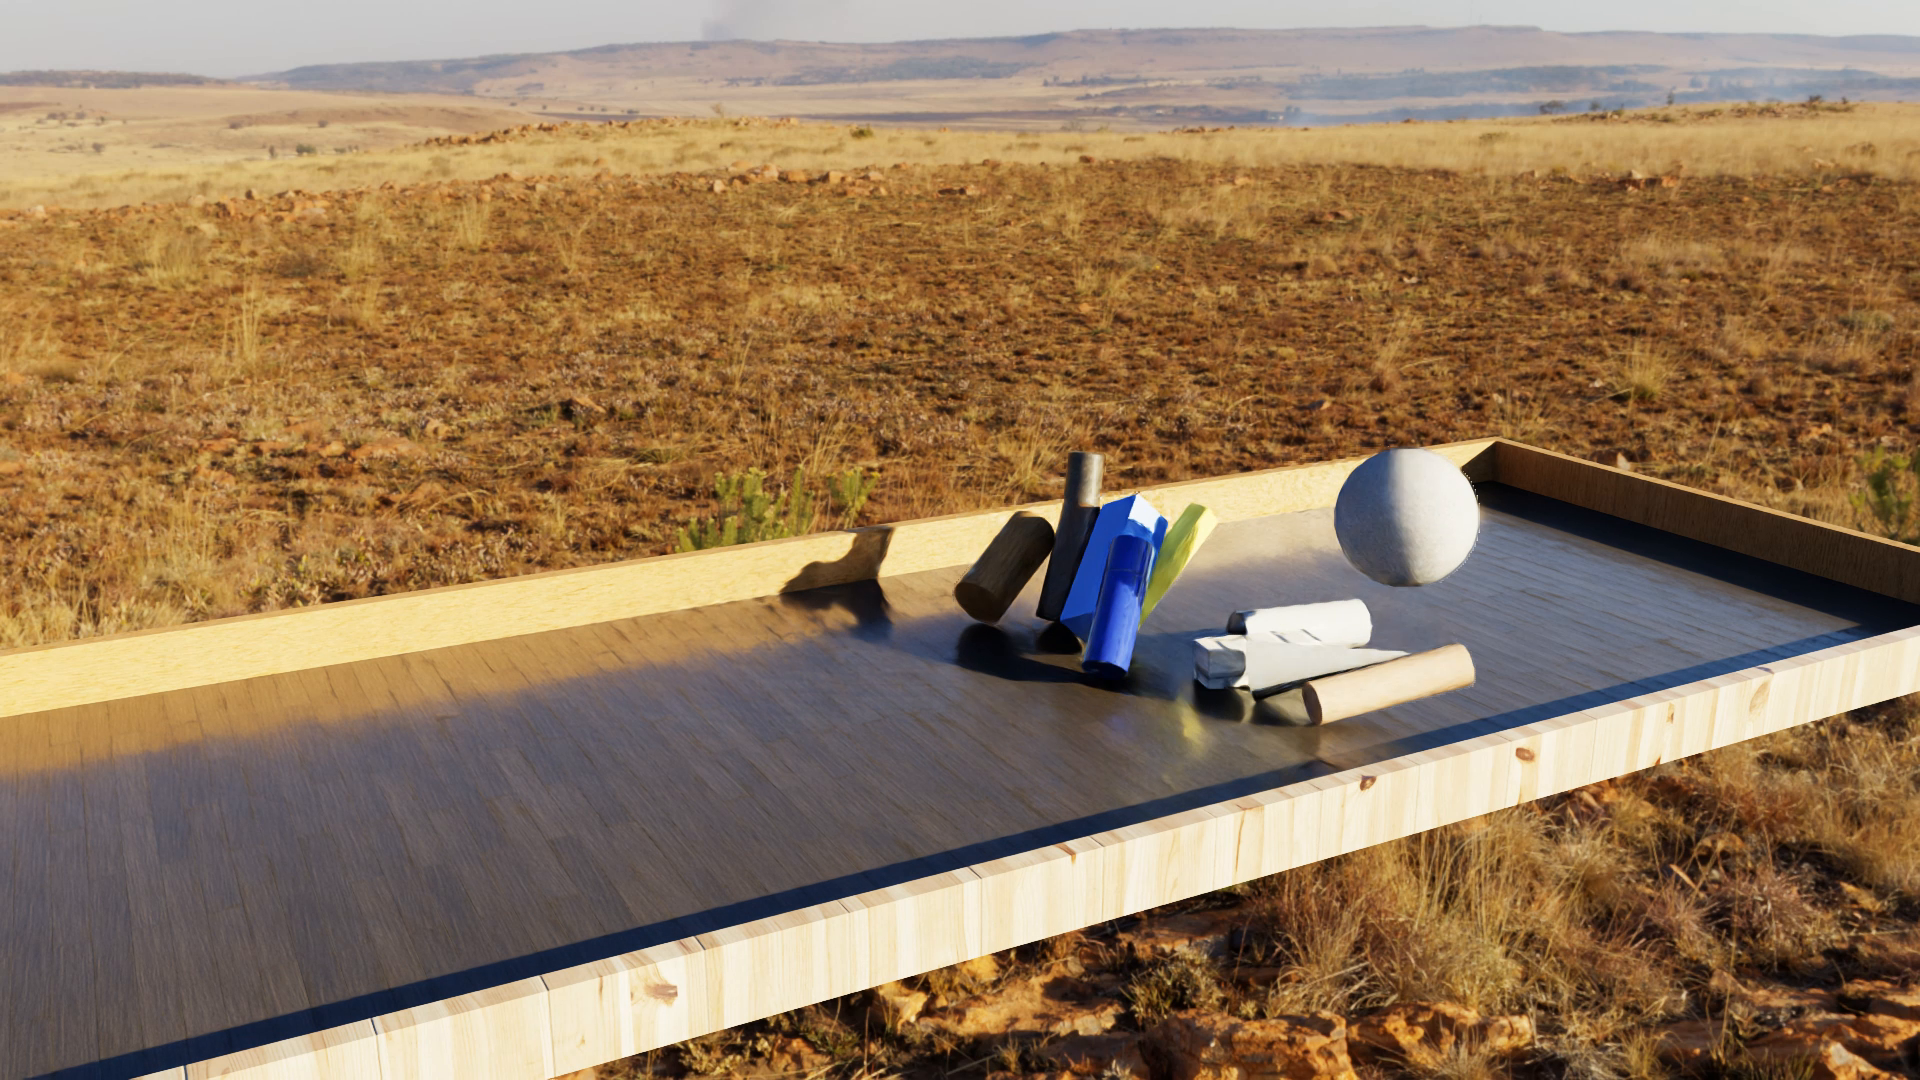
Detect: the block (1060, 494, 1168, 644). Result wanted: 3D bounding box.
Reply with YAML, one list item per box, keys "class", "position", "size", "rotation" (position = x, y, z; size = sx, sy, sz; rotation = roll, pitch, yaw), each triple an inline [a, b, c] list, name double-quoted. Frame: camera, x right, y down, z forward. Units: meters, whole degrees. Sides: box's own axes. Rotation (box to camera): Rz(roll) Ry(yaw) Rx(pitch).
- class: "block"
  position: [0.413, 0.082, 4.393]
  size: [0.133, 0.133, 0.392]
  rotation: [-19, 39, 47]

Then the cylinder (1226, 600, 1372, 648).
- class: "cylinder"
  position: [0.889, 0.235, 4.328]
  size: [0.352, 0.128, 0.128]
  rotation: [-5, 17, -16]

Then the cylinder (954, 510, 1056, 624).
- class: "cylinder"
  position: [0.130, 0.073, 4.622]
  size: [0.150, 0.150, 0.316]
  rotation: [11, 46, 33]

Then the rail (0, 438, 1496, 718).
- class: "rail"
  position: [-3.305, 0.497, 3.399]
  size: [12.000, 0.150, 0.050]
  rotation: [-9, 18, -27]

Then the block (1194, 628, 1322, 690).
- class: "block"
  position: [0.749, 0.299, 4.152]
  size: [0.300, 0.101, 0.101]
  rotation: [-4, 15, -13]

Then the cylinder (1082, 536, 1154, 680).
- class: "cylinder"
  position: [0.403, 0.170, 4.182]
  size: [0.115, 0.353, 0.115]
  rotation: [13, -25, 6]

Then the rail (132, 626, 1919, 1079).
- class: "rail"
  position: [-2.336, 1.006, 1.665]
  size: [12.000, 0.150, 0.050]
  rotation: [-9, 18, -27]

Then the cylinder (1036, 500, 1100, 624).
- class: "cylinder"
  position: [0.303, 0.064, 4.531]
  size: [0.117, 0.324, 0.117]
  rotation: [14, -7, 2]

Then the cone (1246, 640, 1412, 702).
- class: "cone"
  position: [0.890, 0.292, 3.953]
  size: [0.384, 0.150, 0.150]
  rotation: [-8, 13, 18]

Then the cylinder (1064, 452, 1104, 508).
- class: "cylinder"
  position: [0.334, -0.026, 4.658]
  size: [0.102, 0.433, 0.102]
  rotation: [6, -2, 0]

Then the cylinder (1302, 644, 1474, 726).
- class: "cylinder"
  position: [1.013, 0.340, 3.903]
  size: [0.391, 0.105, 0.105]
  rotation: [-13, 19, -11]

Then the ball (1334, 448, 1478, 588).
- class: "ball"
  position: [1.091, -0.054, 4.038]
  size: [0.342, 0.342, 0.342]
  rotation: [0, 16, 0]

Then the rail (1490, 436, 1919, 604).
- class: "rail"
  position: [2.466, -0.048, 5.253]
  size: [0.050, 0.150, 2.100]
  rotation: [-9, 18, -27]

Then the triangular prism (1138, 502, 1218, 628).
- class: "triangular prism"
  position: [0.528, 0.078, 4.422]
  size: [0.078, 0.411, 0.090]
  rotation: [33, -8, 34]
